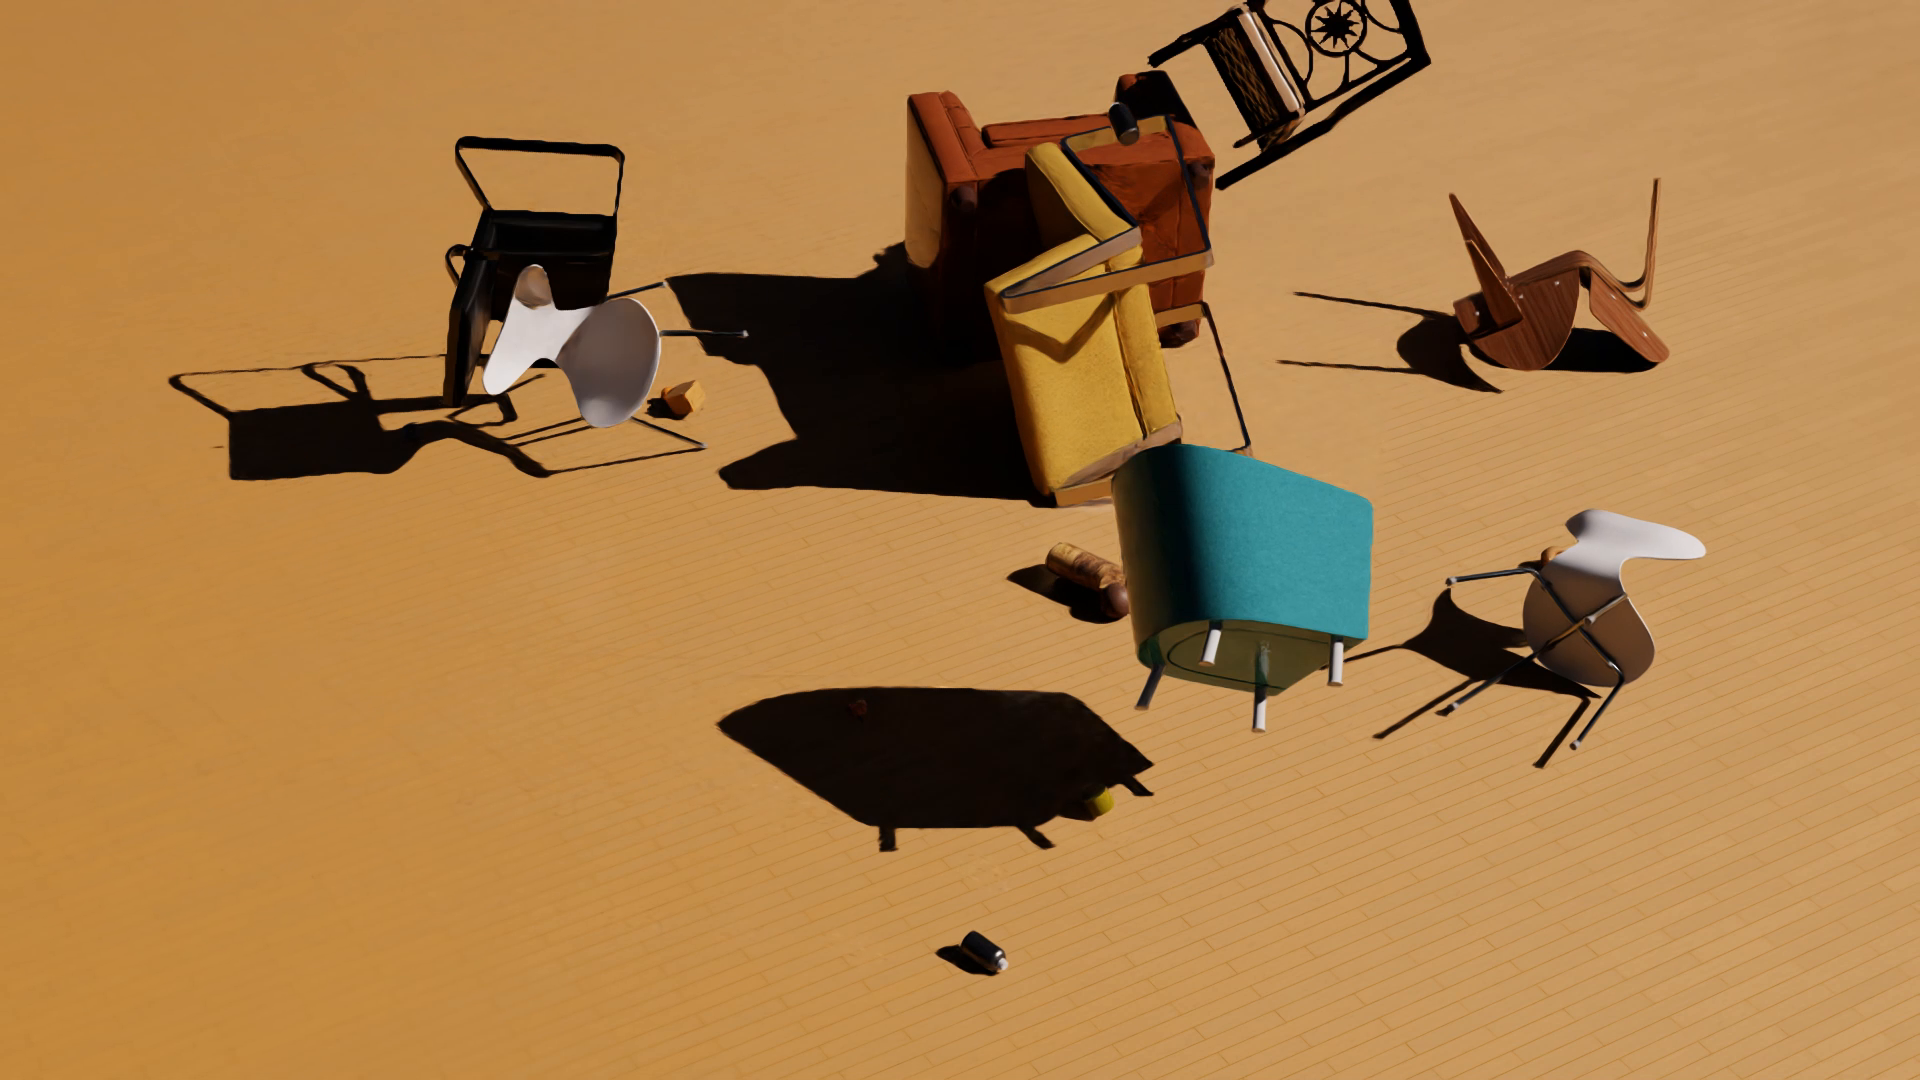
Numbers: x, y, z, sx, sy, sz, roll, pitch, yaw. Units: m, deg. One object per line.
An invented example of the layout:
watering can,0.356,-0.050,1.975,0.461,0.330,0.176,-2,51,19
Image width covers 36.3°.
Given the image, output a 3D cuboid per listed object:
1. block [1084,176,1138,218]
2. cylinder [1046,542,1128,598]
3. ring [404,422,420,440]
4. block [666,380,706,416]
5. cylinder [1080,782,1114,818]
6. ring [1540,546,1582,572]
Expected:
block,0.681,-1.544,13.207,0.132,0.088,0.219,-24,40,-31
cylinder,0.462,0.109,10.647,0.247,0.123,0.192,24,8,32
ring,-2.156,-0.429,11.538,0.072,0.066,0.033,9,1,10
block,-1.093,-0.566,11.685,0.103,0.085,0.105,-9,30,35
cylinder,0.448,0.847,9.565,0.094,0.065,0.105,-27,21,8
ring,2.208,0.069,10.758,0.161,0.091,0.060,10,-6,-7
